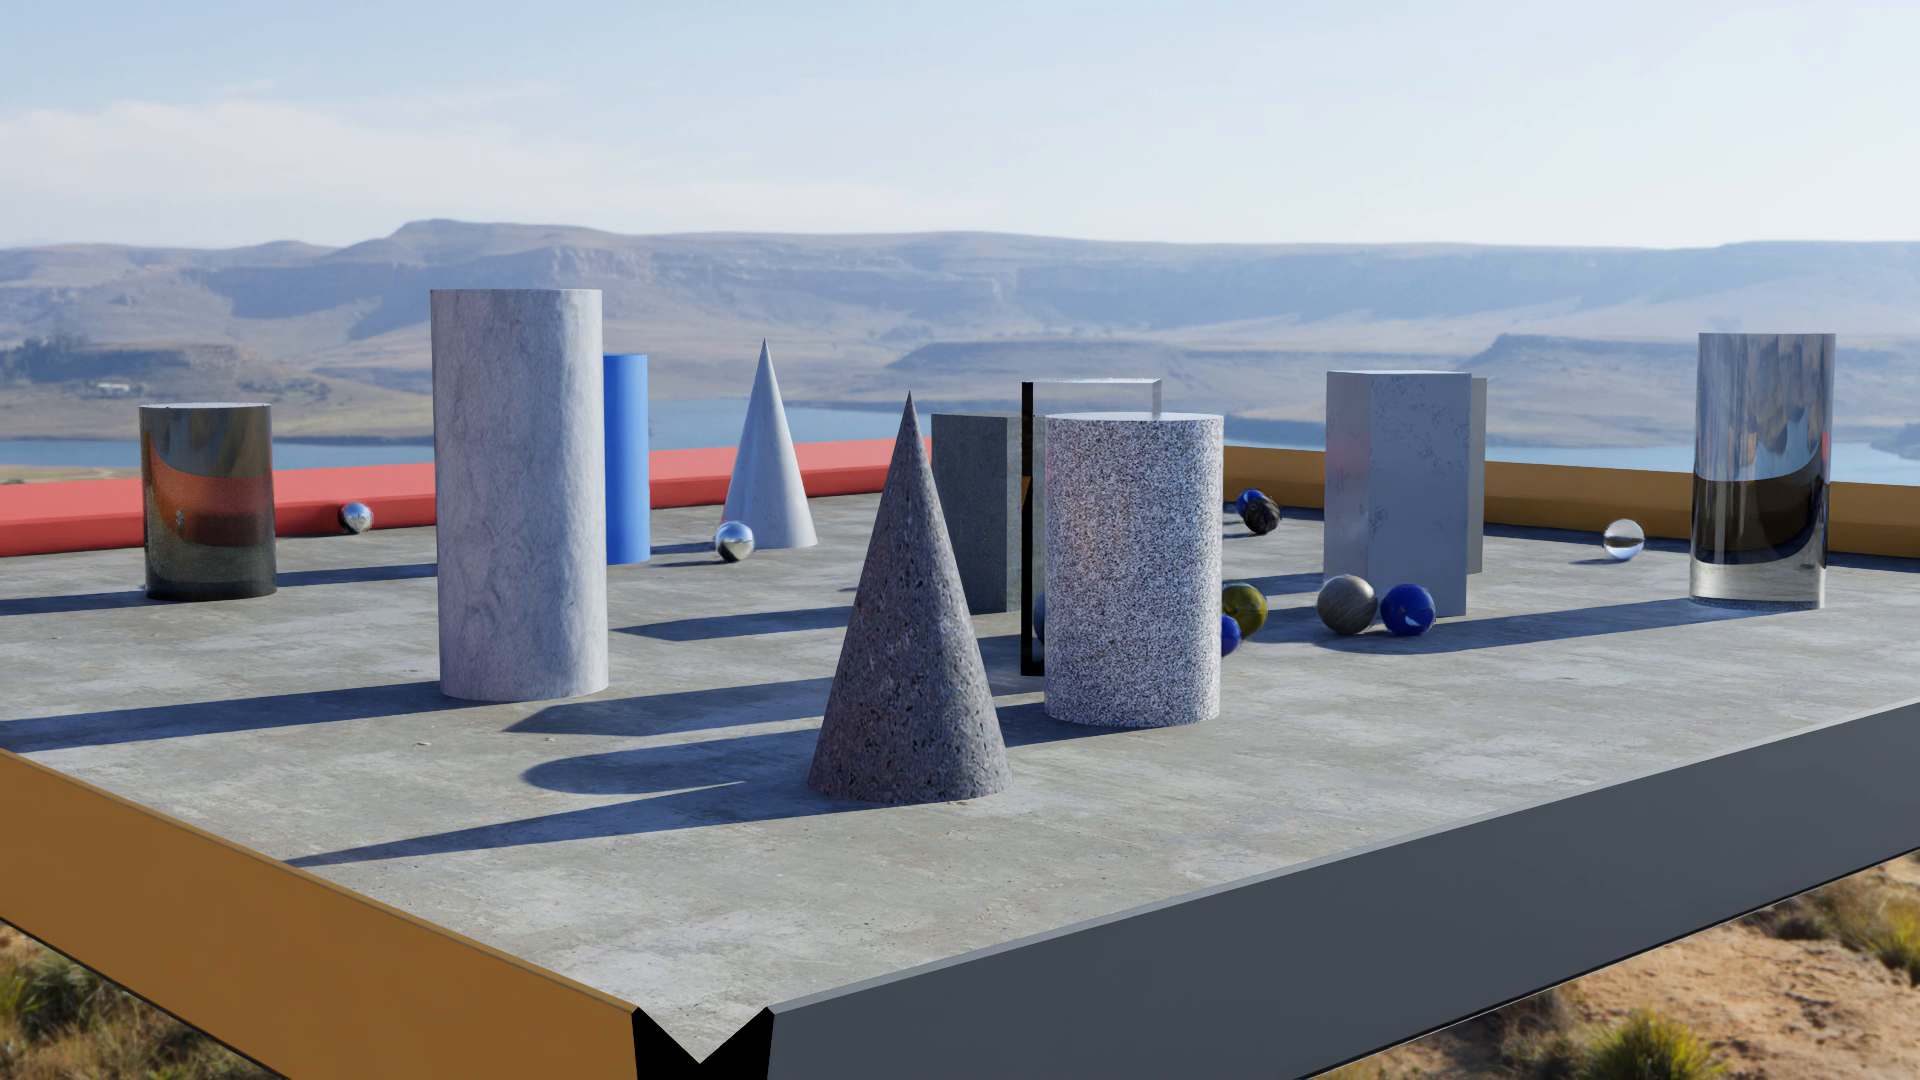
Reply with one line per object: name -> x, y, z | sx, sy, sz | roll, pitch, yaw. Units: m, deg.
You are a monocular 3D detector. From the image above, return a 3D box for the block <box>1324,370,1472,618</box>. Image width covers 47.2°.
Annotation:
block -> 0.645, -0.071, 3.255 | 0.157, 0.354, 0.157 | -2, 6, -14

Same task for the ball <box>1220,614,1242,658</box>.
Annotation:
ball -> 0.334, 0.123, 2.828 | 0.056, 0.056, 0.056 | 0, 6, 0

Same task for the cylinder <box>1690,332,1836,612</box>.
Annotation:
cylinder -> 1.215, -0.108, 3.334 | 0.196, 0.410, 0.196 | 0, 6, 0

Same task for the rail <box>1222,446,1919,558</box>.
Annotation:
rail -> 1.229, -0.085, 4.459 | 0.045, 0.127, 3.322 | -5, 8, -42

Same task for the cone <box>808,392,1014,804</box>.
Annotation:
cone -> -0.047, 0.044, 2.069 | 0.196, 0.371, 0.196 | 0, 6, 0

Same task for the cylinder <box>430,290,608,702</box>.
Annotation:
cylinder -> -0.516, -0.059, 2.584 | 0.196, 0.468, 0.196 | 0, 6, 0

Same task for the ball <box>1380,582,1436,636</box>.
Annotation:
ball -> 0.612, 0.095, 3.007 | 0.074, 0.074, 0.074 | 0, 6, 0

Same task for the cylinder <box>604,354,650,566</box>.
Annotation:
cylinder -> -0.654, -0.147, 3.921 | 0.196, 0.365, 0.196 | 0, 6, 0

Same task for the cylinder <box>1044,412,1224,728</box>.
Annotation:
cylinder -> 0.192, 0.027, 2.436 | 0.196, 0.328, 0.196 | 0, 6, 0

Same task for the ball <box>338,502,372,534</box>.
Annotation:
ball -> -1.208, -0.044, 4.386 | 0.064, 0.064, 0.064 | 0, 6, 0

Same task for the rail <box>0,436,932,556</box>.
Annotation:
rail -> -1.110, -0.092, 4.529 | 3.391, 0.127, 0.045 | -5, 8, -42

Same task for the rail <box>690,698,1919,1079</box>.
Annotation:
rail -> 1.110, 0.158, 2.135 | 3.391, 0.127, 0.045 | -5, 8, -42

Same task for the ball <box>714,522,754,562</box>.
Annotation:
ball -> -0.401, 0.002, 3.907 | 0.072, 0.072, 0.072 | 0, 6, 0

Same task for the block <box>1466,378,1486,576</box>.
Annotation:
block -> 0.778, -0.109, 3.721 | 0.157, 0.331, 0.157 | 5, 8, 42

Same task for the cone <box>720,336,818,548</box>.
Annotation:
cone -> -0.370, -0.190, 4.188 | 0.196, 0.396, 0.196 | 0, 6, 0

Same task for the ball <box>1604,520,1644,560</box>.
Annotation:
ball -> 1.189, -0.001, 3.937 | 0.071, 0.071, 0.071 | 0, 6, 0

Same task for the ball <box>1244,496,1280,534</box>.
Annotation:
ball -> 0.602, -0.049, 4.386 | 0.074, 0.074, 0.074 | 0, 6, 0

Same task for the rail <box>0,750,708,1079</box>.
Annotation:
rail -> -1.229, 0.151, 2.204 | 0.045, 0.127, 3.322 | -5, 8, -42

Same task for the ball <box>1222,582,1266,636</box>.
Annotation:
ball -> 0.381, 0.095, 3.004 | 0.074, 0.074, 0.074 | 0, 6, 0

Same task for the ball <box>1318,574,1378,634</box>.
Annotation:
ball -> 0.534, 0.089, 3.030 | 0.082, 0.082, 0.082 | 0, 6, 0

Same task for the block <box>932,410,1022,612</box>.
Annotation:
block -> 0.067, -0.048, 3.345 | 0.157, 0.288, 0.157 | 6, 8, 44

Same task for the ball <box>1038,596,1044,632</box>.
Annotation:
ball -> 0.152, 0.096, 2.881 | 0.098, 0.098, 0.098 | 0, 6, 0

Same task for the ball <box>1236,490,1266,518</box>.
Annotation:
ball -> 0.616, -0.073, 4.640 | 0.067, 0.067, 0.067 | 0, 6, 0

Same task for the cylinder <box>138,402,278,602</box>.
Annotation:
cylinder -> -1.178, -0.063, 3.450 | 0.196, 0.296, 0.196 | 0, 6, 0

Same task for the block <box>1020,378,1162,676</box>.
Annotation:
block -> 0.165, -0.019, 2.733 | 0.157, 0.358, 0.157 | 1, 6, 9
